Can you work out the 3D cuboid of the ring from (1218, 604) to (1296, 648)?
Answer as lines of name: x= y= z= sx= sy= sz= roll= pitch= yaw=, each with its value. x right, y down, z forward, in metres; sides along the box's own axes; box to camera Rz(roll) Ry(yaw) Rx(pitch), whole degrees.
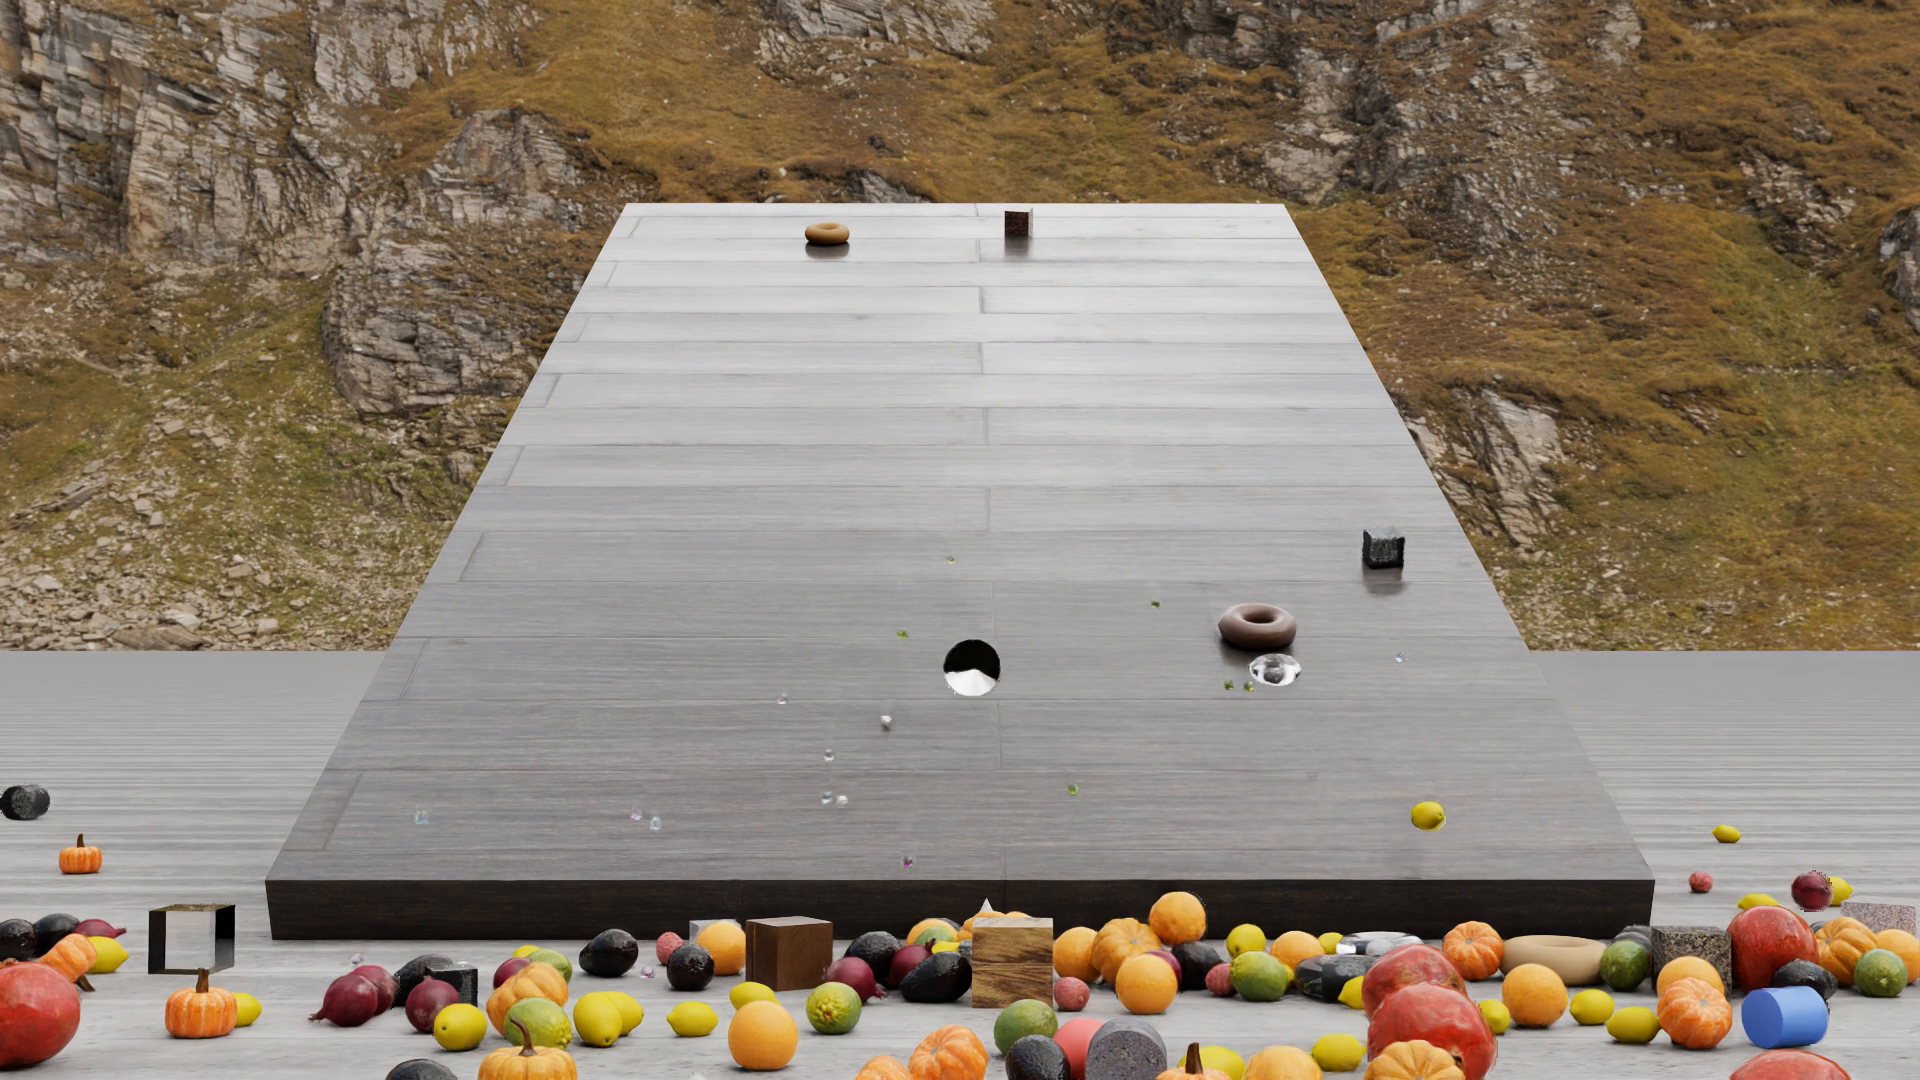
ring: x=0.526 y=0.153 z=4.073 sx=0.137 sy=0.046 sz=0.137 roll=1 pitch=21 yaw=0

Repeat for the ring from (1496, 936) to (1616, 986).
ring: x=0.762 y=0.539 z=2.944 sx=0.149 sy=0.050 sz=0.149 roll=1 pitch=-1 yaw=0

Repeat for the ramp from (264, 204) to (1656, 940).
ramp: x=-0.007 y=-0.222 z=5.177 sx=2.000 sy=0.100 sz=4.000 roll=0 pitch=22 yaw=0

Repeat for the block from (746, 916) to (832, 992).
block: x=-0.216 y=0.521 z=2.899 sx=0.080 sy=0.080 sz=0.080 roll=2 pitch=-3 yaw=-34

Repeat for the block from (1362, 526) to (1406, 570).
block: x=0.808 y=0.014 z=4.391 sx=0.060 sy=0.060 sz=0.060 roll=-4 pitch=23 yaw=-10

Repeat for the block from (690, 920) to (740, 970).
block: x=-0.328 y=0.541 z=3.078 sx=0.057 sy=0.057 sz=0.057 roll=1 pitch=-3 yaw=-18

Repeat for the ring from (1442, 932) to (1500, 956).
ring: x=0.712 y=0.562 z=3.202 sx=0.080 sy=0.027 sz=0.080 roll=1 pitch=-2 yaw=0

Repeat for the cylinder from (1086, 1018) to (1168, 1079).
cylinder: x=0.155 y=0.489 z=2.144 sx=0.076 sy=0.076 sz=0.076 roll=0 pitch=-3 yaw=5

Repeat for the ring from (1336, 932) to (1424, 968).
ring: x=0.564 y=0.550 z=3.086 sx=0.118 sy=0.039 sz=0.118 roll=-1 pitch=-3 yaw=0

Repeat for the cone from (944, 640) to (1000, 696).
cone: x=0.026 y=0.218 z=3.911 sx=0.096 sy=0.096 sz=0.096 roll=0 pitch=-5 yaw=6

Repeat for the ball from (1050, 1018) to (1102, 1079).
ball: x=0.120 y=0.497 z=2.226 sx=0.067 sy=0.067 sz=0.067 roll=0 pitch=-3 yaw=0

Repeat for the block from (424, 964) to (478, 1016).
block: x=-0.596 y=0.526 z=2.692 sx=0.051 sy=0.051 sz=0.051 roll=1 pitch=-3 yaw=-25

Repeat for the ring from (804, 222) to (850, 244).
ring: x=-0.381 y=-0.878 z=6.590 sx=0.130 sy=0.043 sz=0.130 roll=1 pitch=21 yaw=0

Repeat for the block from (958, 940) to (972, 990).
block: x=0.027 y=0.533 z=2.886 sx=0.054 sy=0.054 sz=0.054 roll=0 pitch=-3 yaw=5

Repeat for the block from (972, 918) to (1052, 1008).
block: x=0.064 y=0.507 z=2.761 sx=0.095 sy=0.095 sz=0.095 roll=0 pitch=-3 yaw=2

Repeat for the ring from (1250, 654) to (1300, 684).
ring: x=0.538 y=0.221 z=3.928 sx=0.087 sy=0.029 sz=0.087 roll=-1 pitch=23 yaw=0

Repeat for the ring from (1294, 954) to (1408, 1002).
ring: x=0.477 y=0.534 z=2.804 sx=0.139 sy=0.046 sz=0.139 roll=1 pitch=-4 yaw=0

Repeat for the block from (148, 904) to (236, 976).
block: x=-1.012 y=0.526 z=3.032 sx=0.082 sy=0.082 sz=0.082 roll=0 pitch=-3 yaw=5

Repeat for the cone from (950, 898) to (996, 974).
cone: x=0.035 y=0.519 z=3.027 sx=0.096 sy=0.096 sz=0.096 roll=0 pitch=-3 yaw=0

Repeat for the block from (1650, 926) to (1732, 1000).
block: x=0.896 y=0.518 z=2.821 sx=0.079 sy=0.079 sz=0.079 roll=0 pitch=-3 yaw=5

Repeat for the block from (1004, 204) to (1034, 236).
block: x=0.171 y=-0.928 z=6.678 sx=0.071 sy=0.071 sz=0.071 roll=5 pitch=23 yaw=12

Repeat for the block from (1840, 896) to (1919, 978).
block: x=1.217 y=0.520 z=3.020 sx=0.093 sy=0.093 sz=0.093 roll=-2 pitch=-3 yaw=35
